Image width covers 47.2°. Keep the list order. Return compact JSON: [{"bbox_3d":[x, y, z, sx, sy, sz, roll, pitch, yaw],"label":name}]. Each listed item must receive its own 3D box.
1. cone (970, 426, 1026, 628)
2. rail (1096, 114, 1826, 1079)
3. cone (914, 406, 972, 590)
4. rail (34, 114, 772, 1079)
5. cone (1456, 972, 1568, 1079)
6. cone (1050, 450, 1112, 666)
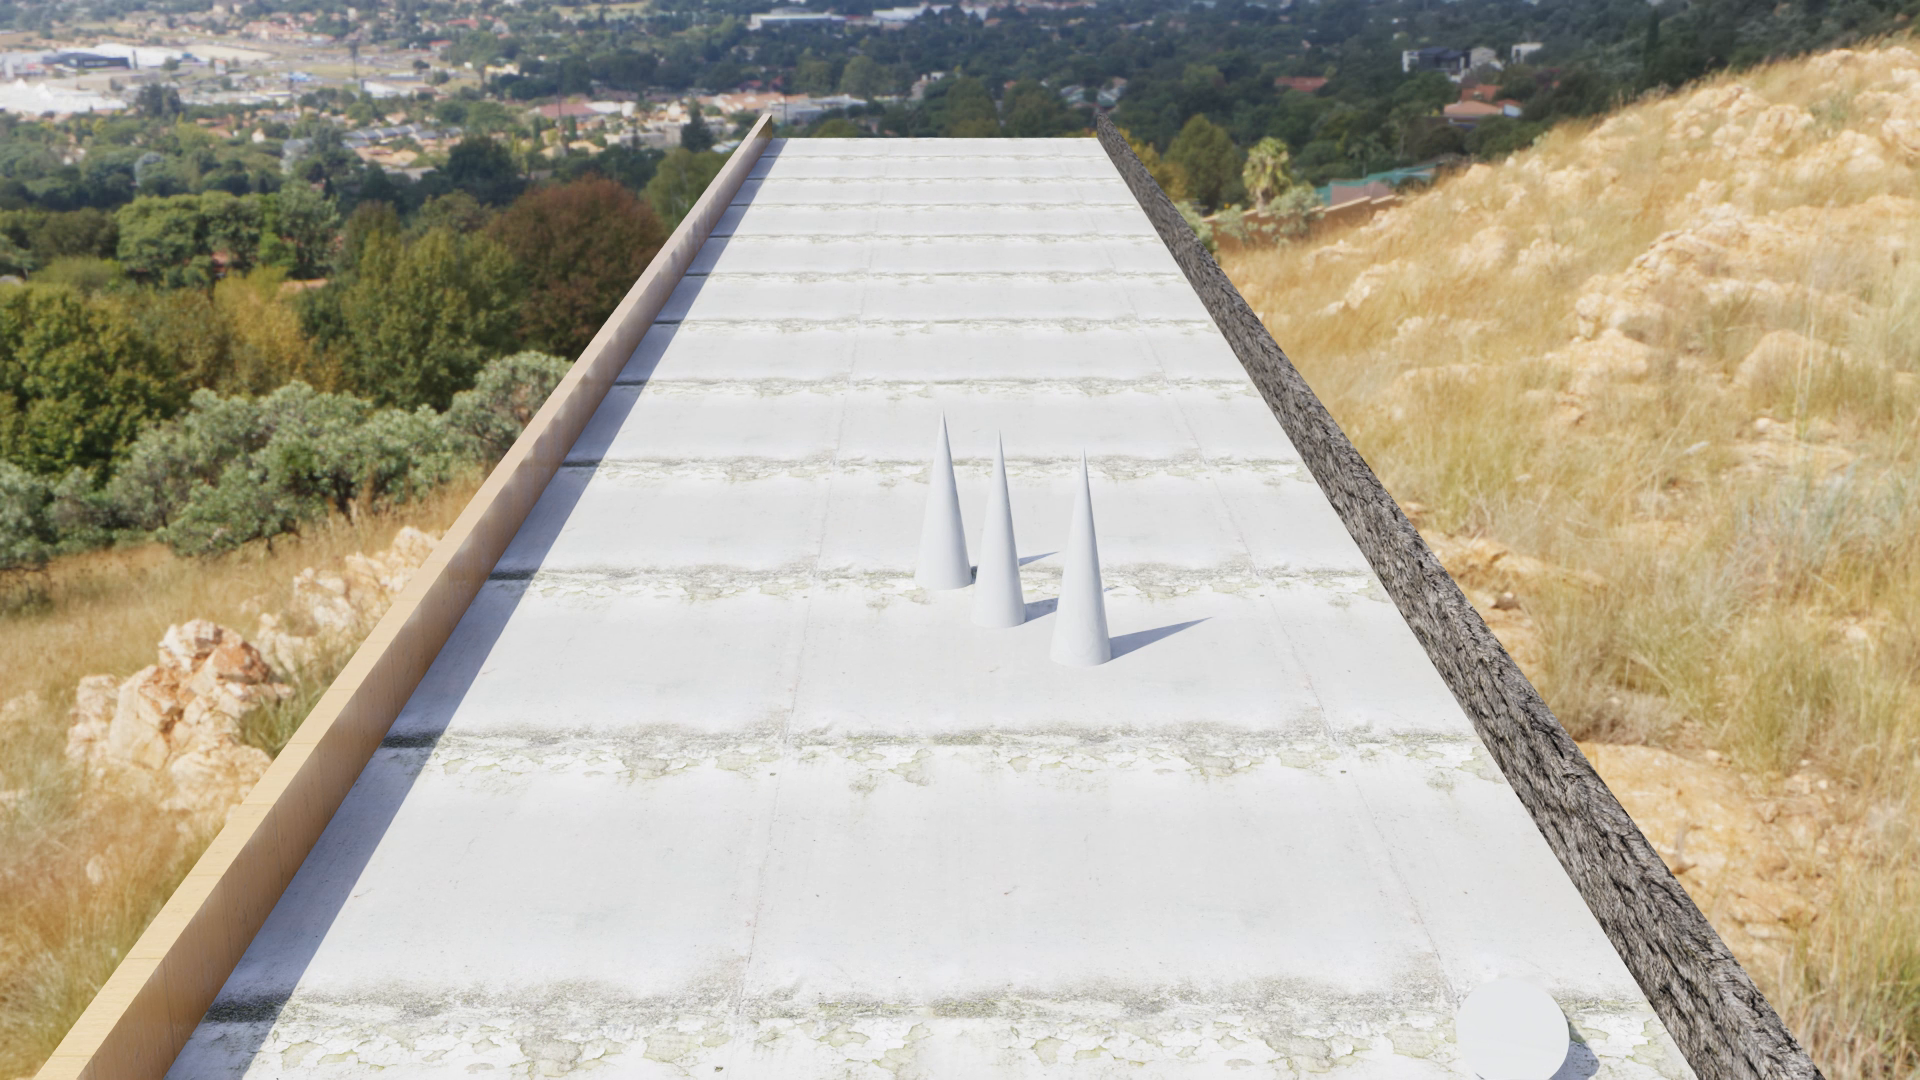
[{"bbox_3d":[0.081,-0.035,4.602,0.120,0.423,0.120,0,17,0],"label":"cone"},{"bbox_3d":[0.932,-0.844,7.801,0.050,0.150,12.000,0,17,-1],"label":"rail"},{"bbox_3d":[-0.037,-0.101,4.861,0.132,0.403,0.132,0,17,0],"label":"cone"},{"bbox_3d":[-1.118,-0.838,7.780,0.050,0.150,12.000,0,17,-1],"label":"rail"},{"bbox_3d":[0.769,0.628,2.993,0.143,0.143,0.329,6,5,20],"label":"cone"},{"bbox_3d":[0.243,0.024,4.376,0.126,0.439,0.126,0,17,0],"label":"cone"}]
